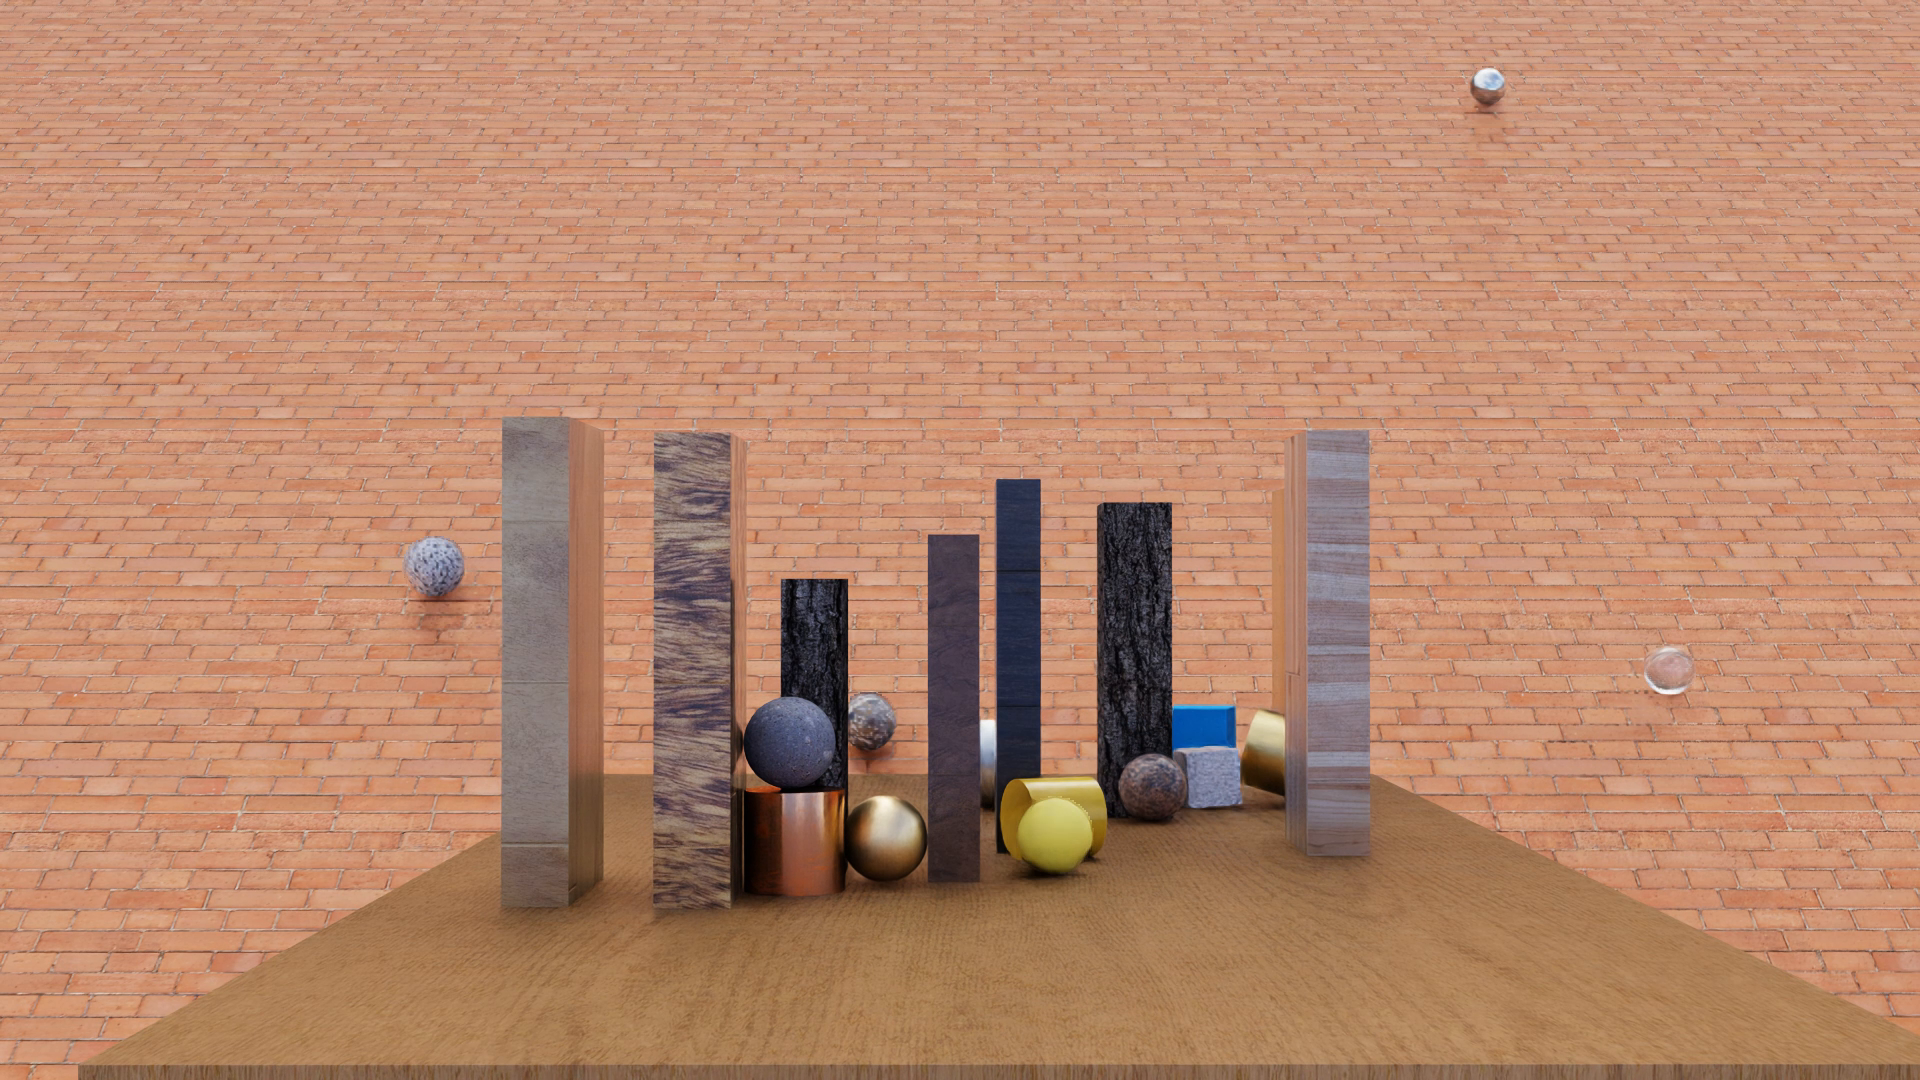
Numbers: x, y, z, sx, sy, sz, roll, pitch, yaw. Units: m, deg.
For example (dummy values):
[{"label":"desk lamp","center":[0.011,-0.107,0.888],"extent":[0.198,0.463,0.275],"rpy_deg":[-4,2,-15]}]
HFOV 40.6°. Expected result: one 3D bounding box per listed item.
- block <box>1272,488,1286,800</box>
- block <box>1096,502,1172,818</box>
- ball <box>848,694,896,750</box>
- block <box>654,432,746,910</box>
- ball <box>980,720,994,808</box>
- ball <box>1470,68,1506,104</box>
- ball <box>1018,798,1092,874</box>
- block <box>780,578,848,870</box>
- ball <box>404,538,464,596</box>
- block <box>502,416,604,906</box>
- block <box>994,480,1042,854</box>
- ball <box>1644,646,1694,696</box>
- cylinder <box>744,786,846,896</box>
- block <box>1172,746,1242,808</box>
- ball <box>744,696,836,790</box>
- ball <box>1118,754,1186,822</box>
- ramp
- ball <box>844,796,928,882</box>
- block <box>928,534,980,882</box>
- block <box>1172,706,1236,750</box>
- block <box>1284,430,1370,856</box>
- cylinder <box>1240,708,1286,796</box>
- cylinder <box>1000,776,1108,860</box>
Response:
[{"label":"block","center":[0.788,0.240,6.056],"extent":[0.083,0.715,0.280],"rpy_deg":[0,-1,0]},{"label":"block","center":[0.378,0.257,5.638],"extent":[0.144,0.670,0.279],"rpy_deg":[0,-1,0]},{"label":"ball","center":[-0.245,0.487,6.933],"extent":[0.150,0.150,0.150],"rpy_deg":[0,32,0]},{"label":"block","center":[-0.414,0.204,4.157],"extent":[0.119,0.736,0.305],"rpy_deg":[0,-1,0]},{"label":"ball","center":[0.051,0.496,5.763],"extent":[0.195,0.195,0.195],"rpy_deg":[0,32,0]},{"label":"ball","center":[2.175,-1.868,10.675],"extent":[0.148,0.148,0.148],"rpy_deg":[0,32,0]},{"label":"ball","center":[0.163,0.511,4.469],"extent":[0.130,0.130,0.130],"rpy_deg":[0,32,0]},{"label":"block","center":[-0.248,0.321,4.455],"extent":[0.101,0.509,0.260],"rpy_deg":[0,-1,0]},{"label":"ball","center":[-1.532,0.079,7.561],"extent":[0.171,0.171,0.171],"rpy_deg":[0,32,0]},{"label":"block","center":[-0.661,0.192,4.231],"extent":[0.105,0.762,0.399],"rpy_deg":[0,-1,0]},{"label":"block","center":[0.109,0.236,4.948],"extent":[0.082,0.694,0.287],"rpy_deg":[0,-1,0]},{"label":"ball","center":[1.956,0.361,7.148],"extent":[0.134,0.134,0.134],"rpy_deg":[0,32,0]},{"label":"cylinder","center":[-0.271,0.490,4.240],"extent":[0.165,0.165,0.165],"rpy_deg":[0,-1,0]},{"label":"block","center":[0.550,0.529,5.799],"extent":[0.122,0.122,0.122],"rpy_deg":[-3,0,-12]},{"label":"ball","center":[-0.279,0.332,4.249],"extent":[0.151,0.151,0.151],"rpy_deg":[0,32,0]},{"label":"ball","center":[0.403,0.518,5.424],"extent":[0.142,0.142,0.142],"rpy_deg":[0,32,0]},{"label":"ramp","center":[0.072,0.629,4.725],"extent":[2.000,0.100,4.000],"rpy_deg":[0,-1,0]},{"label":"ball","center":[-0.126,0.500,4.339],"extent":[0.144,0.144,0.144],"rpy_deg":[0,32,0]},{"label":"block","center":[-0.011,0.285,4.520],"extent":[0.087,0.584,0.338],"rpy_deg":[0,-1,0]},{"label":"block","center":[0.596,0.513,6.555],"extent":[0.181,0.181,0.181],"rpy_deg":[0,-1,13]},{"label":"block","center":[0.696,0.191,4.929],"extent":[0.115,0.781,0.330],"rpy_deg":[0,-1,0]},{"label":"cylinder","center":[0.738,0.486,5.823],"extent":[0.178,0.178,0.178],"rpy_deg":[15,35,15]},{"label":"cylinder","center":[0.170,0.507,4.731],"extent":[0.146,0.146,0.146],"rpy_deg":[0,30,-24]}]
